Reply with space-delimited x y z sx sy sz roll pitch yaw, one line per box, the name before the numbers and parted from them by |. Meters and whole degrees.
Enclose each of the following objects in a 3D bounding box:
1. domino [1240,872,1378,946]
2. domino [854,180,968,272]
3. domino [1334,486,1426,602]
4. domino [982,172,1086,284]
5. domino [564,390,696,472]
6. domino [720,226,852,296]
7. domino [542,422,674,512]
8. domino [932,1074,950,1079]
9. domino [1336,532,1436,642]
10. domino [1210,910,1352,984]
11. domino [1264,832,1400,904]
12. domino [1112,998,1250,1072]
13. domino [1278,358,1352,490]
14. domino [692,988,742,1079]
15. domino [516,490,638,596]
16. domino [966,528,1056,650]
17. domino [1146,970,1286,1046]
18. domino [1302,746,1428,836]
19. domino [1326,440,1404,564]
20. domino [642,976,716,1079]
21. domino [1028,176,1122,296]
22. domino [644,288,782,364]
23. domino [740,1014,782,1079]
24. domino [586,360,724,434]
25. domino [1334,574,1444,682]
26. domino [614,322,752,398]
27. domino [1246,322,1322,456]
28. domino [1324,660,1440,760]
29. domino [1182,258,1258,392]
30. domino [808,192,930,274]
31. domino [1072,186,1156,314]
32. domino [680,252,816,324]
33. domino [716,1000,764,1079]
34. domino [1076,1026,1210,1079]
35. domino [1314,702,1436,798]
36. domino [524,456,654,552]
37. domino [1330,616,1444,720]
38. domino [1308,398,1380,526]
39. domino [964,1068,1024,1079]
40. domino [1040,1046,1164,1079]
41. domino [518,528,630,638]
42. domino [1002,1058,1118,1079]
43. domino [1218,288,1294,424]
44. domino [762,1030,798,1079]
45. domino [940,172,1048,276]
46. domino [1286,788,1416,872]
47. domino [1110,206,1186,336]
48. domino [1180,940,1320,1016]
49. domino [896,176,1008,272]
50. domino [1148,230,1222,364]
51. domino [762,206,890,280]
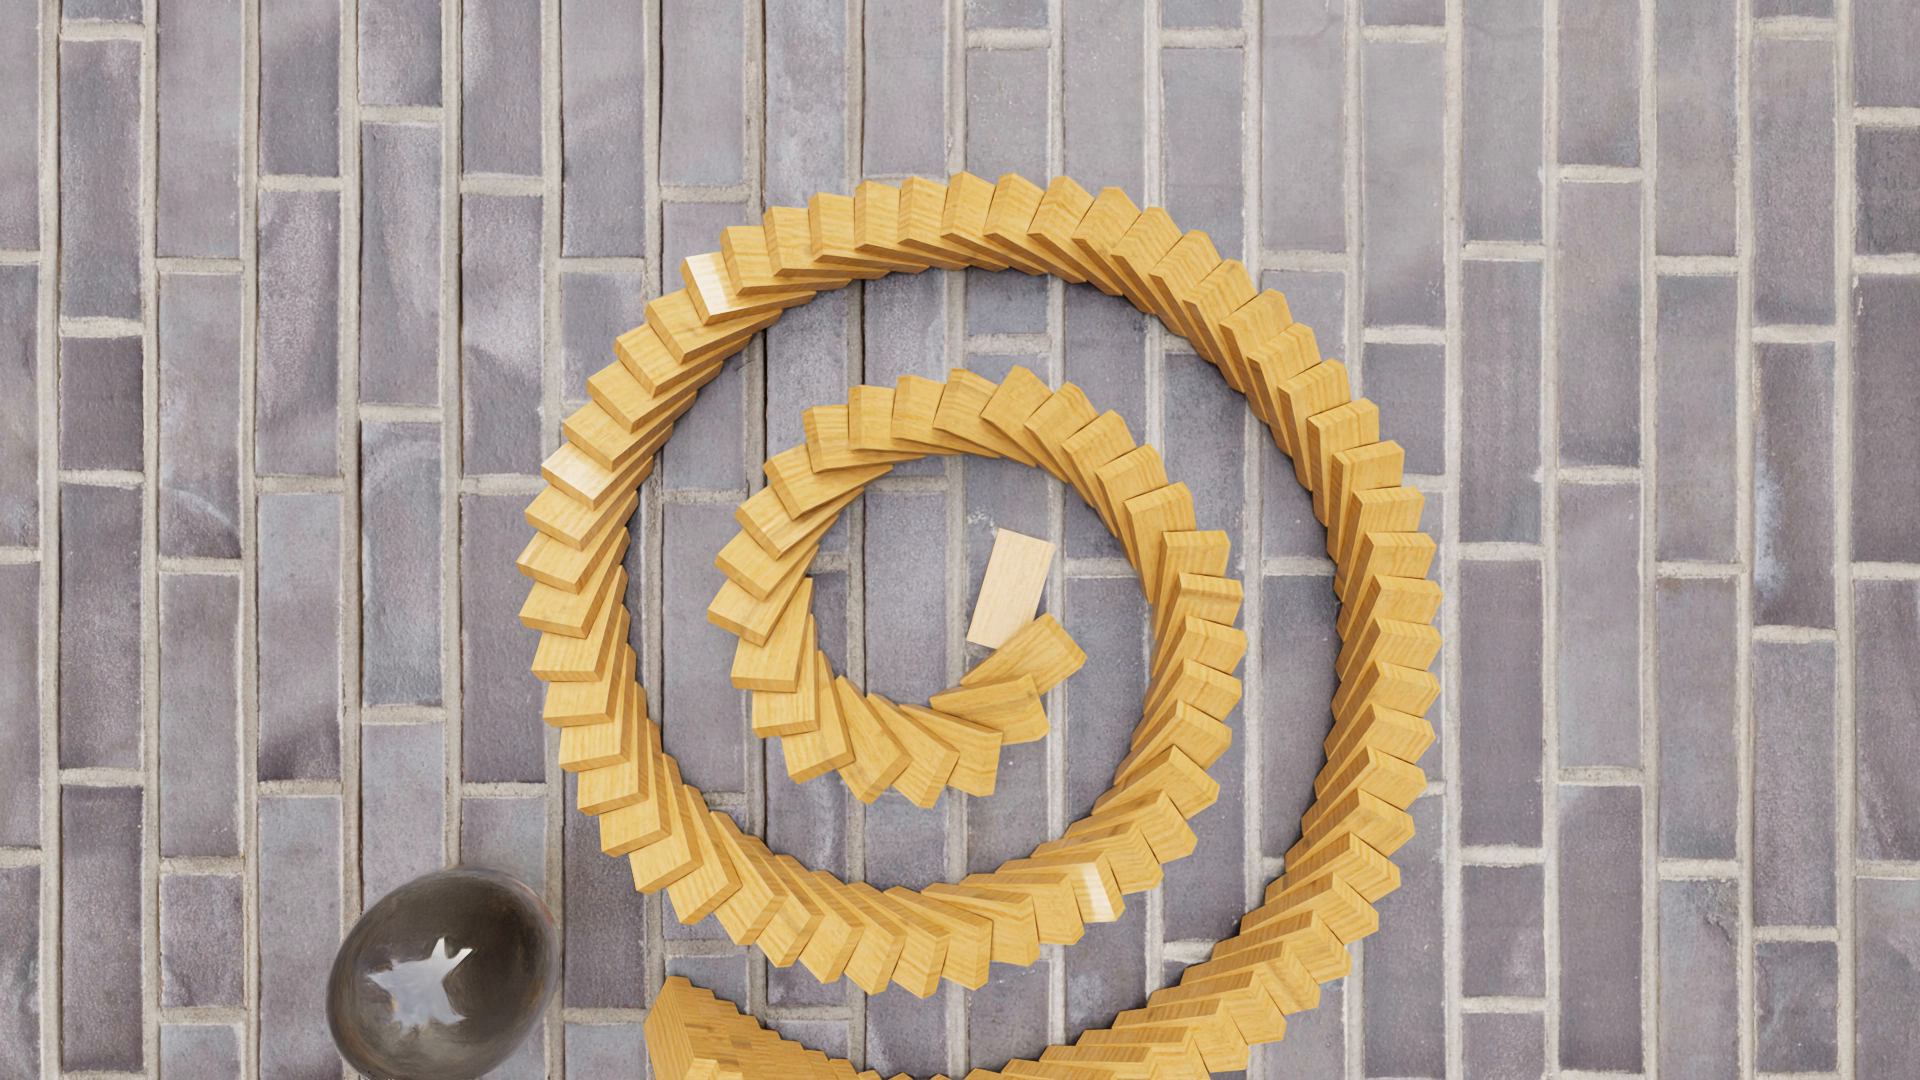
domino | 0.145 0.160 0.382 0.025 0.010 0.050 43 124 0
domino | -0.019 -0.130 0.382 0.050 0.010 0.025 1 90 -34
domino | 0.174 0.002 0.382 0.025 0.010 0.050 -5 124 0
domino | 0.035 -0.129 0.382 0.050 0.009 0.025 16 90 -34
domino | -0.137 -0.053 0.382 0.025 0.010 0.050 38 56 0
domino | -0.072 -0.117 0.382 0.050 0.009 0.025 -15 89 -35
domino | -0.146 -0.038 0.382 0.025 0.009 0.050 34 55 0
domino | 0.008 0.246 0.382 0.050 0.010 0.025 3 90 35
domino | 0.177 0.020 0.382 0.025 0.009 0.050 1 124 0
domino | 0.133 0.175 0.382 0.050 0.009 0.025 -39 90 34
domino | 0.154 0.144 0.382 0.025 0.009 0.050 37 125 0
domino | 0.092 0.208 0.382 0.050 0.009 0.025 -29 90 34
domino | 0.150 -0.047 0.382 0.025 0.010 0.050 -27 124 0
domino | -0.106 0.212 0.376 0.010 0.050 0.025 26 90 -32
domino | -0.158 -0.004 0.382 0.025 0.009 0.050 21 55 0
domino | 0.022 0.022 0.395 0.025 0.010 0.050 17 90 0
domino | 0.106 0.198 0.382 0.050 0.010 0.025 -32 90 34
domino | 0.167 0.110 0.382 0.025 0.009 0.050 23 124 0
domino | 0.168 -0.015 0.382 0.025 0.010 0.050 -13 125 0
domino | -0.116 0.207 0.376 0.009 0.050 0.025 26 90 -32
domino | 0.053 -0.126 0.382 0.050 0.010 0.025 25 90 -35
domino | -0.102 -0.095 0.382 0.050 0.009 0.025 -35 90 -35
domino | -0.087 0.223 0.376 0.009 0.050 0.025 26 90 -32
domino | -0.126 -0.068 0.382 0.025 0.009 0.050 44 56 0
domino | 0.178 0.039 0.382 0.025 0.010 0.050 6 124 0
domino | -0.115 -0.082 0.382 0.025 0.010 0.050 50 56 0
domino | 0.139 -0.062 0.382 0.025 0.010 0.050 -33 124 0
domino | 0.175 0.074 0.382 0.025 0.010 0.050 14 124 0
domino | 0.115 -0.089 0.382 0.025 0.010 0.050 -42 124 0
domino | -0.037 -0.127 0.382 0.050 0.009 0.025 -5 90 -34
domino | 0.071 -0.120 0.382 0.050 0.010 0.025 34 90 -35
domino | -0.088 -0.108 0.382 0.050 0.009 0.025 -23 90 -35
domino | -0.096 0.217 0.376 0.009 0.050 0.025 26 90 -32
domino | 0.076 0.218 0.382 0.050 0.010 0.025 -23 90 34
domino | 0.172 0.092 0.382 0.025 0.010 0.050 18 124 0
domino | -0.153 -0.021 0.382 0.025 0.010 0.050 28 55 0
domino | 0.177 0.056 0.382 0.025 0.010 0.050 9 124 0
domino | 0.160 -0.032 0.382 0.025 0.009 0.050 -20 125 0
domino | 0.026 0.240 0.382 0.050 0.010 0.025 -10 90 34
domino | 0.060 0.226 0.382 0.050 0.010 0.025 -21 90 34
domino | -0.159 0.015 0.382 0.025 0.010 0.050 11 55 0
domino | 0.043 0.234 0.382 0.050 0.009 0.025 -14 90 34
domino | 0.129 -0.076 0.382 0.025 0.010 0.050 -35 124 0
domino | -0.077 0.230 0.376 0.010 0.050 0.025 26 91 -32
domino | 0.017 -0.131 0.382 0.050 0.010 0.025 11 90 -34
domino | 0.161 0.127 0.382 0.025 0.010 0.050 28 124 0
domino | 0.087 -0.111 0.382 0.050 0.010 0.025 39 90 -34
domino | 0.120 0.186 0.382 0.050 0.010 0.025 -36 90 34
domino | -0.001 -0.131 0.382 0.050 0.009 0.025 5 90 -34
domino | 0.102 -0.101 0.382 0.025 0.009 0.050 -45 124 0
domino | -0.055 -0.123 0.382 0.050 0.009 0.025 -9 89 -34
